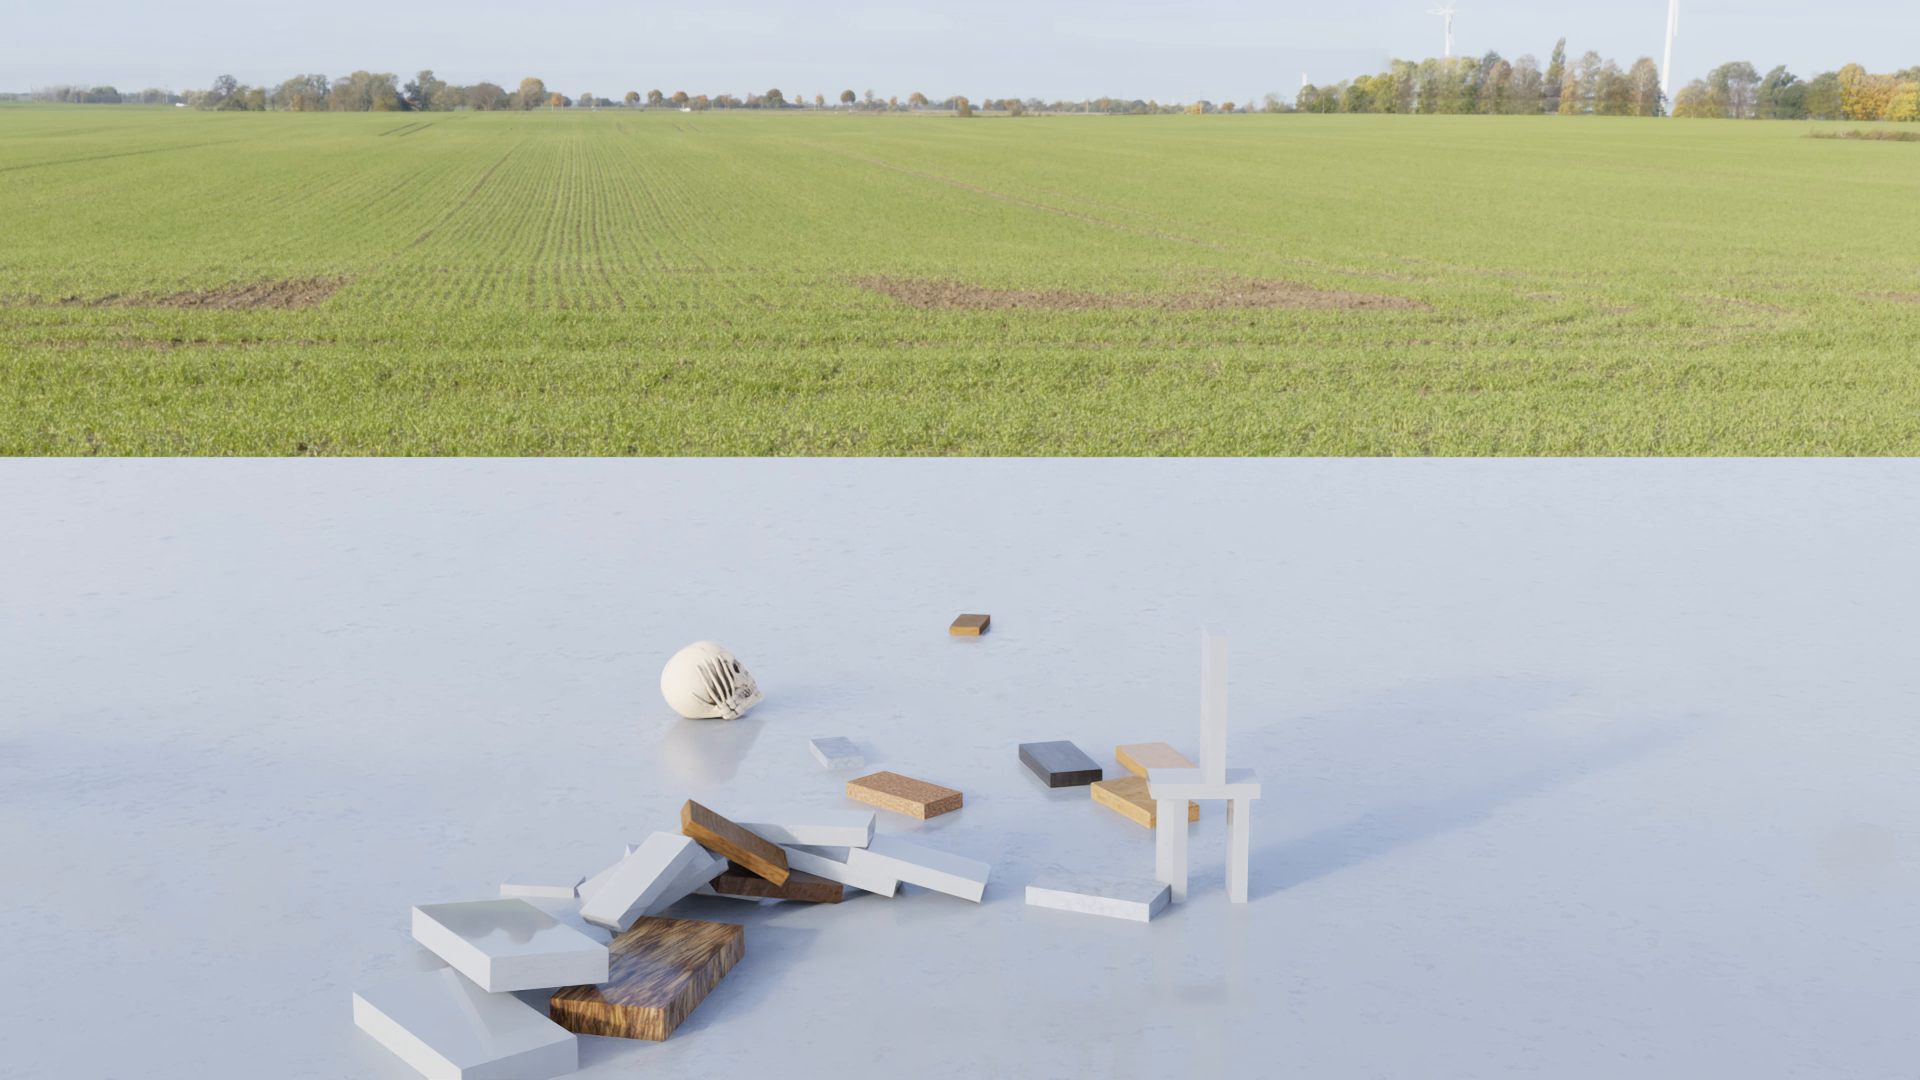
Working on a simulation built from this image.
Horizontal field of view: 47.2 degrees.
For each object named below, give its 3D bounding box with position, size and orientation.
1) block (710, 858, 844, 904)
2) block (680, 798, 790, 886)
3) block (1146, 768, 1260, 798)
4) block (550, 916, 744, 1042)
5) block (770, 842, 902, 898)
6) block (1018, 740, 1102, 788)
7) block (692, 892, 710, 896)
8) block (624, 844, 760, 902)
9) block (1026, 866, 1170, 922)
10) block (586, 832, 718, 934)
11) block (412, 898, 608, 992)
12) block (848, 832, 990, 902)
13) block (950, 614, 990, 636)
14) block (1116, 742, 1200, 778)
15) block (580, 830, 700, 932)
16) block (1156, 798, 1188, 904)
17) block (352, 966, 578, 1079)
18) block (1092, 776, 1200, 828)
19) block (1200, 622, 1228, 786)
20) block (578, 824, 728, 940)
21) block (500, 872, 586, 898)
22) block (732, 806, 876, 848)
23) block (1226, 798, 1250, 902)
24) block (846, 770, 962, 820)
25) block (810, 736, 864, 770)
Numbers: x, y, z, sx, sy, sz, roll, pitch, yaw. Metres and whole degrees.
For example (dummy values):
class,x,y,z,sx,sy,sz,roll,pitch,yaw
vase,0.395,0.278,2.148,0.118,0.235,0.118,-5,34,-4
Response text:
class,x,y,z,sx,sy,sz,roll,pitch,yaw
block,-0.311,0.555,3.623,0.215,0.030,0.108,9,10,-25
block,-0.365,0.490,3.563,0.185,0.026,0.093,31,8,-16
block,0.401,0.402,3.634,0.178,0.025,0.089,0,11,0
block,-0.455,0.643,3.249,0.171,0.048,0.341,3,11,13
block,-0.209,0.537,3.687,0.228,0.032,0.114,15,9,6
block,0.198,0.444,4.371,0.107,0.030,0.213,-3,11,-15
block,-0.479,0.564,3.670,0.126,0.018,0.063,12,9,-9
block,-0.443,0.551,3.648,0.215,0.030,0.108,11,10,-17
block,0.227,0.583,3.624,0.213,0.030,0.107,5,11,23
block,-0.485,0.541,3.478,0.185,0.026,0.093,-31,47,-23
block,-0.676,0.598,3.272,0.171,0.048,0.443,1,1,-28
block,-0.067,0.543,3.670,0.228,0.032,0.114,15,9,4
block,0.026,0.216,5.622,0.076,0.022,0.152,2,11,11
block,0.394,0.446,4.366,0.104,0.029,0.208,-3,11,-16
block,-0.499,0.531,3.429,0.093,0.026,0.185,3,39,42
block,0.352,0.503,3.651,0.025,0.178,0.089,-2,11,-12
block,-0.690,0.680,3.052,0.171,0.048,0.341,-8,13,-38
block,0.346,0.490,4.125,0.107,0.030,0.213,-5,12,-26
block,0.416,0.268,3.608,0.029,0.248,0.104,0,11,0
block,-0.491,0.542,3.521,0.215,0.030,0.108,-30,46,-22
block,-0.698,0.578,3.684,0.126,0.018,0.063,1,11,8
block,-0.261,0.479,3.680,0.228,0.032,0.114,2,7,5
block,0.460,0.502,3.653,0.025,0.178,0.089,0,11,0
block,-0.106,0.482,4.168,0.208,0.029,0.104,10,14,42
block,-0.251,0.432,4.462,0.076,0.022,0.152,-3,11,-17
